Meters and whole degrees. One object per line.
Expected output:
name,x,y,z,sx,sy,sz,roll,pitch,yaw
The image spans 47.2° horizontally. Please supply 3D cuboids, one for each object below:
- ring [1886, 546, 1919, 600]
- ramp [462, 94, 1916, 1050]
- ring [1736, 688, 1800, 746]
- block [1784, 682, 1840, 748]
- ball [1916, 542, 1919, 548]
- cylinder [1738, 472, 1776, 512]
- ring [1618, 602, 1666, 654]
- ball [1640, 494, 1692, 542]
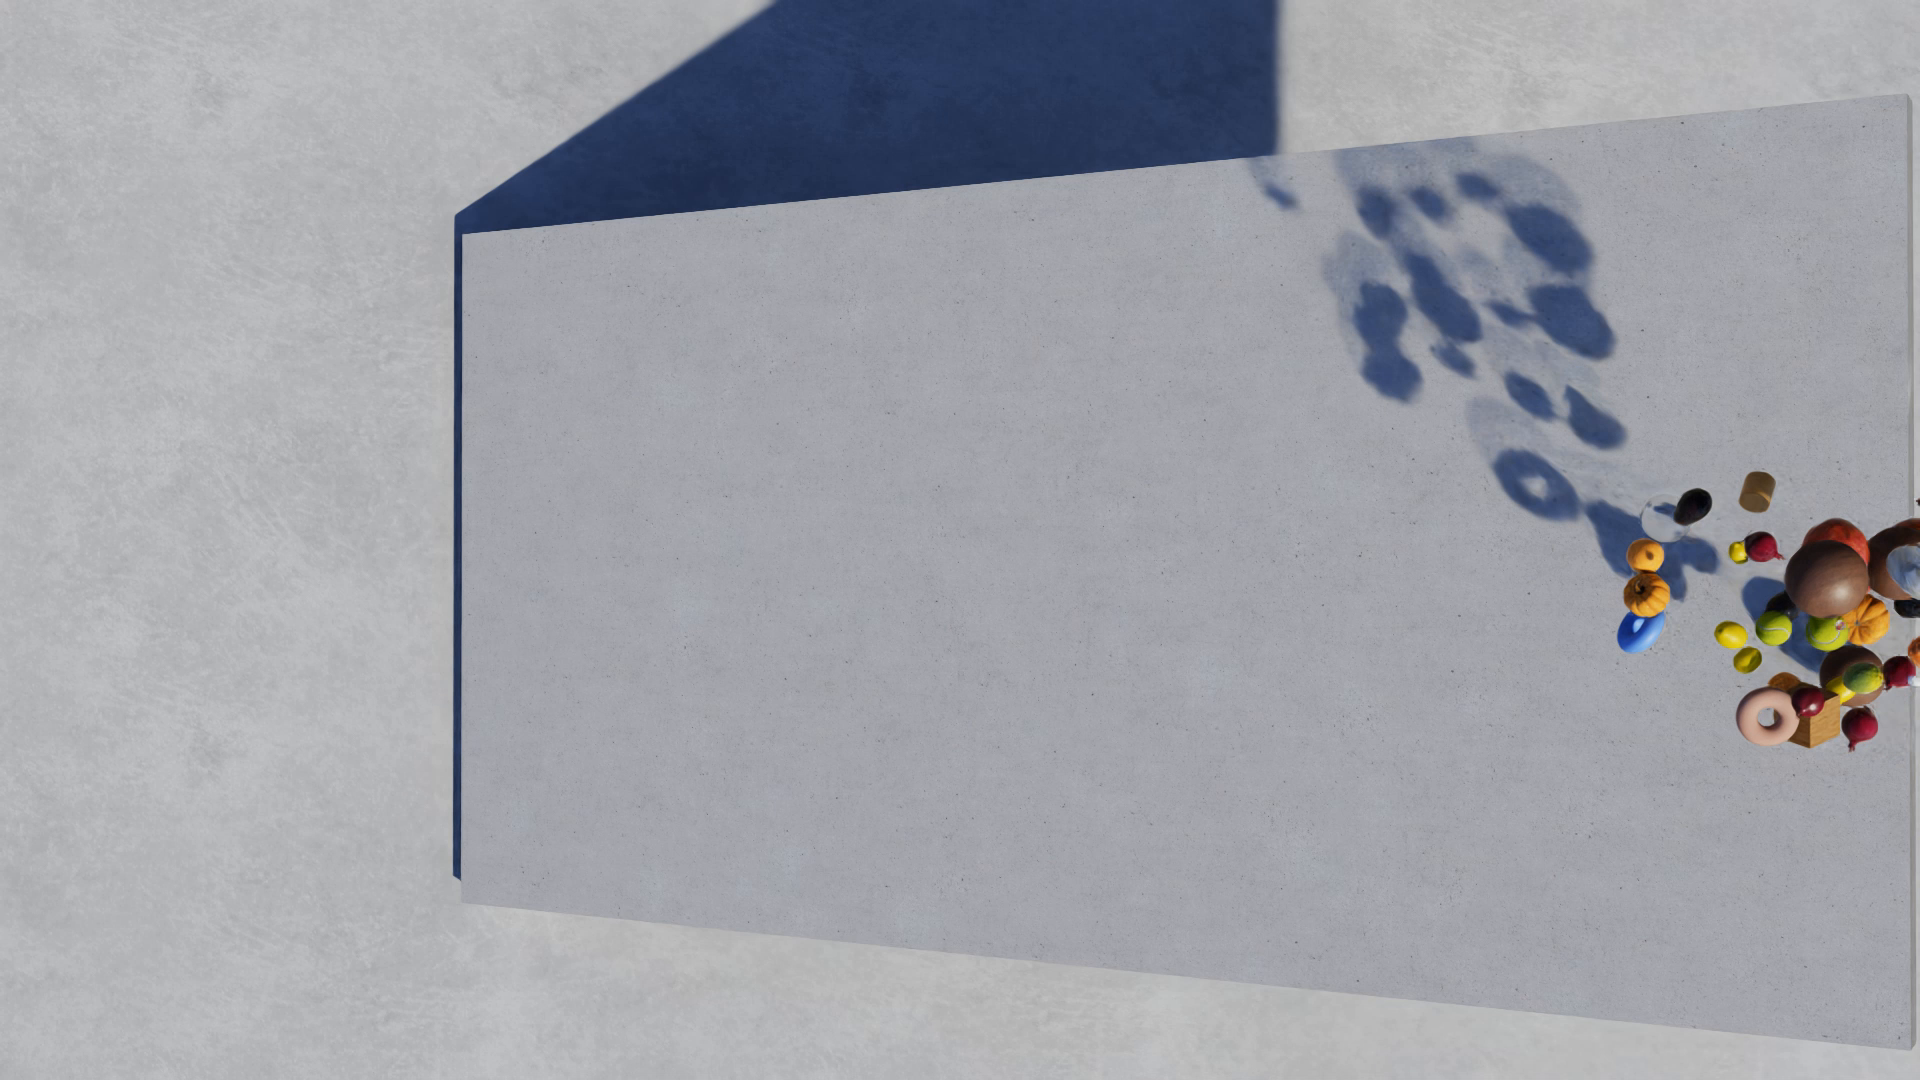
ring,1.440,0.060,3.255,0.145,0.145,0.048,27,115,0
ramp,0.271,0.075,5.629,4.000,0.100,2.000,0,89,30
ring,1.613,0.353,4.392,0.122,0.041,0.122,1,100,7
block,1.716,0.355,4.456,0.090,0.090,0.090,-19,112,-26
ball,1.565,0.026,3.487,0.093,0.093,0.093,0,89,0
cylinder,1.486,-0.089,4.099,0.055,0.055,0.055,29,59,0
ring,1.378,0.177,4.451,0.039,0.116,0.116,33,90,-13
ball,1.441,-0.044,4.488,0.100,0.100,0.100,0,89,0
